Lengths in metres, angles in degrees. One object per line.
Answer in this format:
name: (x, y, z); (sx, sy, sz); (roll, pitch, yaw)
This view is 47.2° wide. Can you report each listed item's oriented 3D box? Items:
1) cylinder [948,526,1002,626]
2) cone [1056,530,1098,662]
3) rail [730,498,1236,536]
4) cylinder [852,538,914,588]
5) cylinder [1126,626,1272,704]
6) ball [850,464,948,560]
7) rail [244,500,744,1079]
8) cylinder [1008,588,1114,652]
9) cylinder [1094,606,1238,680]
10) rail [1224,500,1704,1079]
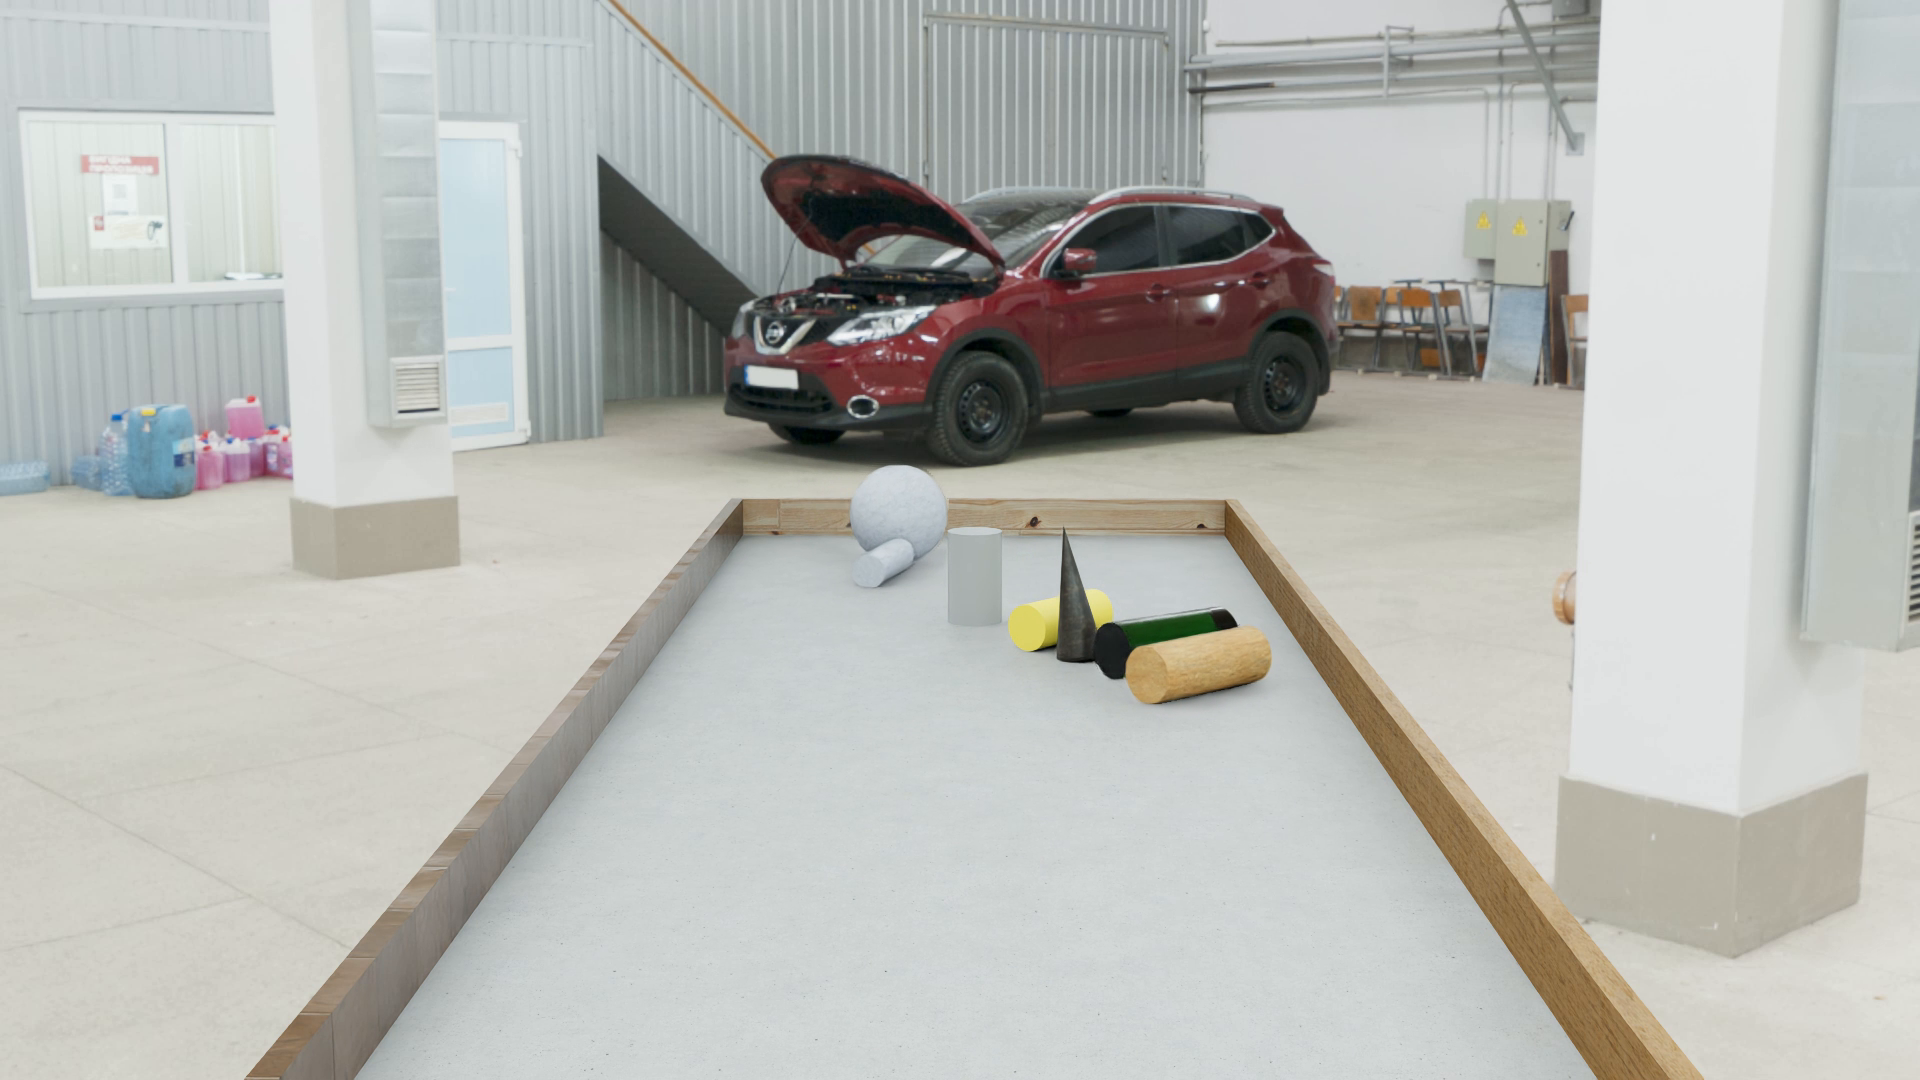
cylinder: (0.049, 0.120, 7.286); (0.180, 0.303, 0.180); (0, 9, 0)
cone: (0.341, 0.152, 6.691); (0.149, 0.409, 0.149); (-8, 9, 1)
rail: (0.099, -0.098, 9.147); (2.100, 0.150, 0.050); (0, 9, 1)
cylinder: (-0.280, 0.083, 8.084); (0.124, 0.124, 0.407); (2, 9, 14)
cylinder: (0.682, 0.352, 6.261); (0.437, 0.164, 0.164); (-8, 12, -41)
ball: (-0.235, -0.100, 8.438); (0.377, 0.377, 0.377); (0, 9, 0)
rail: (-1.004, 0.839, 3.234); (0.050, 0.150, 12.000); (0, 9, 1)
cylinder: (0.321, 0.251, 6.957); (0.146, 0.146, 0.357); (7, 12, 39)
cylinder: (0.617, 0.305, 6.543); (0.425, 0.168, 0.168); (-6, 11, -35)
rail: (1.046, 0.843, 3.208); (0.050, 0.150, 12.000); (0, 9, 1)
